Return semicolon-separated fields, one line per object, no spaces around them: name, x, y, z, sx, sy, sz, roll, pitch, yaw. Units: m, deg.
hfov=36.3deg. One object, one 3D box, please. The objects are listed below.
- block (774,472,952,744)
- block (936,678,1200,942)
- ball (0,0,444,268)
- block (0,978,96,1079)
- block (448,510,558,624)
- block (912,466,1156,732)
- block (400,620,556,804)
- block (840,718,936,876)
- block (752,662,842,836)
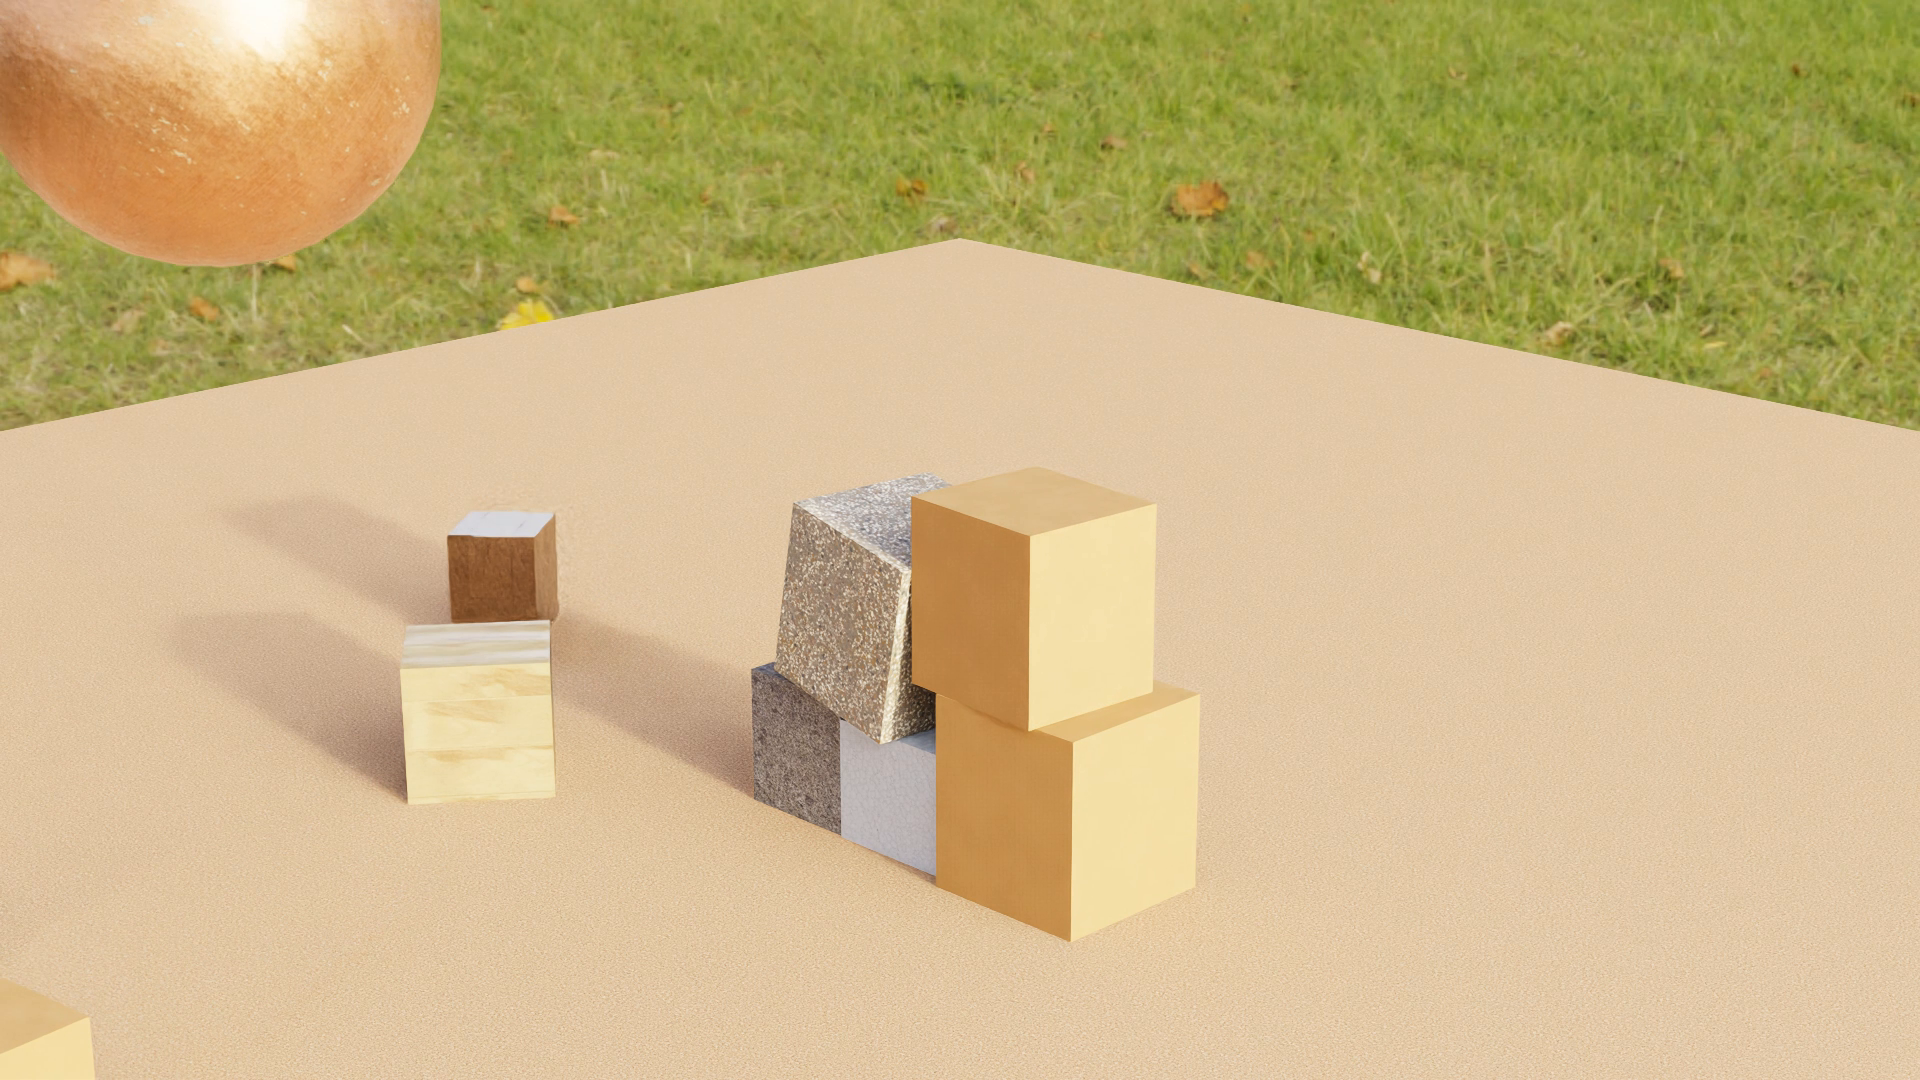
block;-0.256;0.302;13.700;0.823;0.877;0.802;-14;33;-39
block;0.480;1.131;13.190;0.833;0.933;0.831;17;24;42
ball;-2.590;-1.741;10.080;1.600;1.600;1.600;0;17;0
block;-3.645;2.050;10.944;0.535;0.526;0.604;13;22;36
block;-2.593;0.200;16.676;0.492;0.603;0.525;2;16;5
block;0.322;0.242;13.000;0.741;0.878;0.787;-14;22;-38
block;-2.372;0.844;14.495;0.710;0.698;0.638;-2;18;-7
block;-0.081;1.128;13.760;0.648;0.596;0.711;-17;24;-42
block;-0.565;0.946;14.203;0.612;0.678;0.632;-17;24;-42
